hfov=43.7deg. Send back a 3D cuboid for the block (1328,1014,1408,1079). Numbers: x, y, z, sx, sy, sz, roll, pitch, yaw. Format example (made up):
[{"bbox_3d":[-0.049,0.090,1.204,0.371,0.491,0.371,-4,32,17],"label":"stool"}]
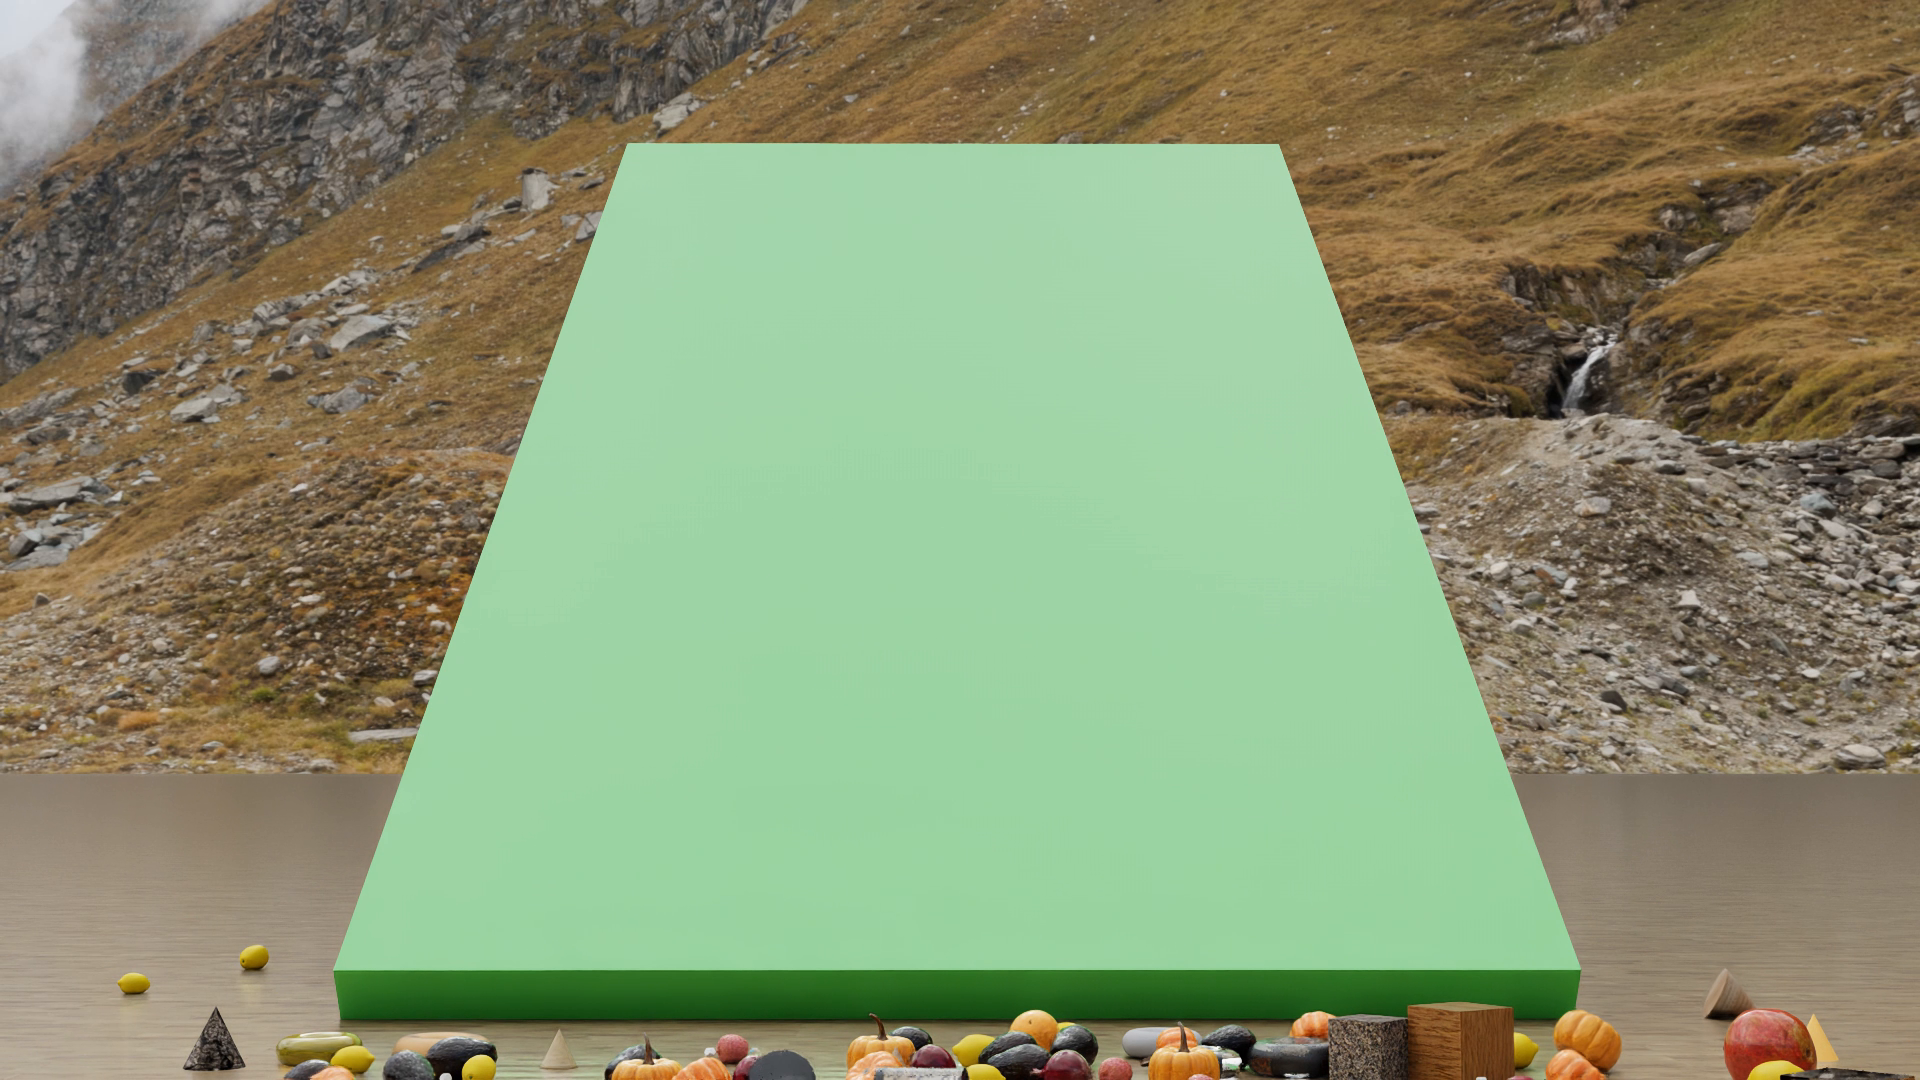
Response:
[{"bbox_3d":[0.538,0.667,3.136,0.079,0.079,0.079,-5,-7,41],"label":"block"}]

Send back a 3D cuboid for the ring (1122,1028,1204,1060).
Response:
[{"bbox_3d":[0.286,0.710,3.372,0.115,0.038,0.115,1,-6,0],"label":"ring"}]

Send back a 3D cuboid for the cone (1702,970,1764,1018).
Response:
[{"bbox_3d":[1.273,0.760,3.905,0.087,0.087,0.087,26,-2,9],"label":"cone"}]

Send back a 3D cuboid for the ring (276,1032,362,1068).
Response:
[{"bbox_3d":[-0.883,0.702,3.300,0.117,0.039,0.117,-1,-5,0],"label":"ring"}]

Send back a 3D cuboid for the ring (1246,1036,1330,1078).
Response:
[{"bbox_3d":[0.448,0.690,3.191,0.131,0.044,0.131,-1,-5,0],"label":"ring"}]

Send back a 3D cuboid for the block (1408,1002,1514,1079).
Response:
[{"bbox_3d":[0.653,0.656,3.119,0.096,0.096,0.096,4,-6,-33],"label":"block"}]

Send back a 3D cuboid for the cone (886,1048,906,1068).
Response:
[{"bbox_3d":[-0.080,0.664,3.005,0.058,0.058,0.058,0,-5,0],"label":"cone"}]

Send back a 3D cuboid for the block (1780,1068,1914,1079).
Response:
[{"bbox_3d":[0.901,0.591,2.425,0.095,0.095,0.095,5,-7,-41],"label":"block"}]

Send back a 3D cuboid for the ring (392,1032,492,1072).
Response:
[{"bbox_3d":[-0.701,0.695,3.246,0.134,0.045,0.134,1,-6,0],"label":"ring"}]

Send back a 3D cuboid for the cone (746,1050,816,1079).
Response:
[{"bbox_3d":[-0.209,0.659,2.834,0.083,0.083,0.083,0,-32,1],"label":"cone"}]

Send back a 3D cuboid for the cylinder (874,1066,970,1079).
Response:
[{"bbox_3d":[-0.040,0.601,2.514,0.091,0.091,0.091,-1,-5,9],"label":"cylinder"}]

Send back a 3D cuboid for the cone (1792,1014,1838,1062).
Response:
[{"bbox_3d":[1.198,0.695,3.355,0.063,0.063,0.063,0,-5,0],"label":"cone"}]

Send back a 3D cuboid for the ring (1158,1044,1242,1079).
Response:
[{"bbox_3d":[0.316,0.690,3.162,0.112,0.037,0.112,1,-6,0],"label":"ring"}]

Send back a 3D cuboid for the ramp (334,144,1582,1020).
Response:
[{"bbox_3d":[-0.012,-0.220,5.616,2.000,0.100,4.000,0,28,0],"label":"ramp"}]

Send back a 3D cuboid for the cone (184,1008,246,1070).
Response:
[{"bbox_3d":[-1.015,0.677,3.261,0.083,0.083,0.083,0,-5,0],"label":"cone"}]

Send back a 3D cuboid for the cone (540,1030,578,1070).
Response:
[{"bbox_3d":[-0.546,0.691,3.256,0.052,0.052,0.052,0,-5,0],"label":"cone"}]
